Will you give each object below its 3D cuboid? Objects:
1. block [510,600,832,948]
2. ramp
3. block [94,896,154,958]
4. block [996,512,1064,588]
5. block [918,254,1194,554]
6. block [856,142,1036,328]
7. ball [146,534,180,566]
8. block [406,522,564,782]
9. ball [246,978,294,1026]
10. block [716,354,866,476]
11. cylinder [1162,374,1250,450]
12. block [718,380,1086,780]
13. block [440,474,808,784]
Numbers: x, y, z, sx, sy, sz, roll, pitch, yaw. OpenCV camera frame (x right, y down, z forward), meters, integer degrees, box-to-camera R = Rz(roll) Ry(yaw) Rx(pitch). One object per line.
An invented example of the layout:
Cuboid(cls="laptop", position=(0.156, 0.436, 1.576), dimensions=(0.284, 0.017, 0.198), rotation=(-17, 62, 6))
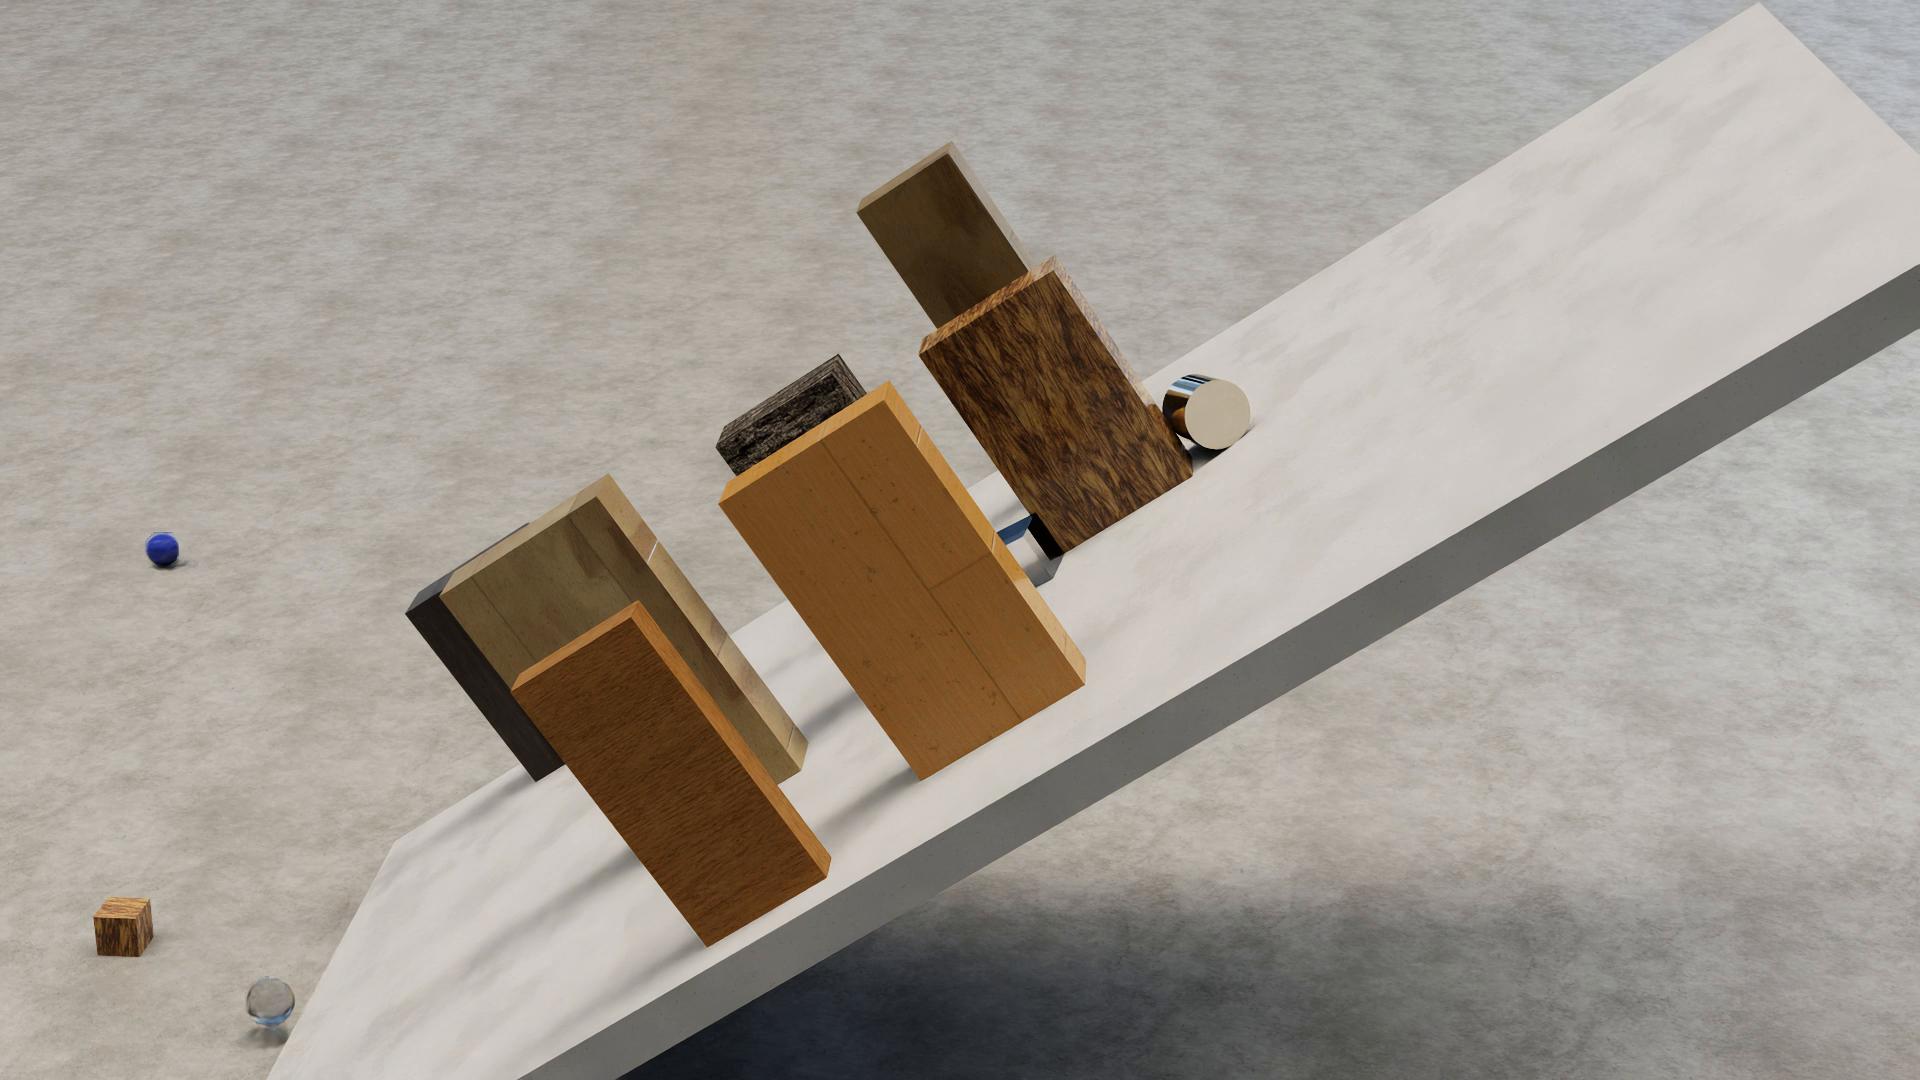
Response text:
Cuboid(cls="block", position=(-0.539, 0.444, 5.527), dimensions=(0.280, 0.629, 0.084), rotation=(-31, 16, 14))
Cuboid(cls="ramp", position=(0.138, 0.172, 6.299), dimensions=(4.000, 0.100, 2.000), rotation=(-31, 16, 14))
Cuboid(cls="block", position=(-2.085, 0.964, 7.333), dimensions=(0.107, 0.107, 0.107), rotation=(2, 21, 4))
Cuboid(cls="block", position=(0.135, 0.035, 6.309), dimensions=(0.114, 0.114, 0.114), rotation=(-27, 17, 27))
Cuboid(cls="block", position=(0.208, -0.285, 6.298), dimensions=(0.342, 0.542, 0.122), rotation=(-31, 16, 14))
Cuboid(cls="block", position=(0.097, -0.502, 6.704), dimensions=(0.249, 0.797, 0.121), rotation=(-31, 16, 14))
Cuboid(cls="ball", position=(-2.656, 0.032, 9.799), dimensions=(0.108, 0.108, 0.108), rotation=(0, 21, 0))
Cuboid(cls="block", position=(-1.065, 0.281, 7.320), dimensions=(0.347, 0.540, 0.145), rotation=(-31, 16, 14))
Cuboid(cls="ball", position=(-1.618, 1.085, 6.901), dimensions=(0.113, 0.113, 0.113), rotation=(0, 21, 0))
Cuboid(cls="block", position=(-0.200, -0.036, 6.212), dimensions=(0.296, 0.649, 0.139), rotation=(-31, 16, 14))
Cuboid(cls="cylinder", position=(0.530, -0.278, 6.341), dimensions=(0.149, 0.149, 0.149), rotation=(-5, 9, -14))
Cuboid(cls="block", position=(-0.104, 0.083, 5.595), dimensions=(0.377, 0.676, 0.119), rotation=(-31, 16, 14))
Cuboid(cls="block", position=(-0.701, 0.276, 6.193), dimensions=(0.409, 0.728, 0.141), rotation=(-31, 16, 14))
